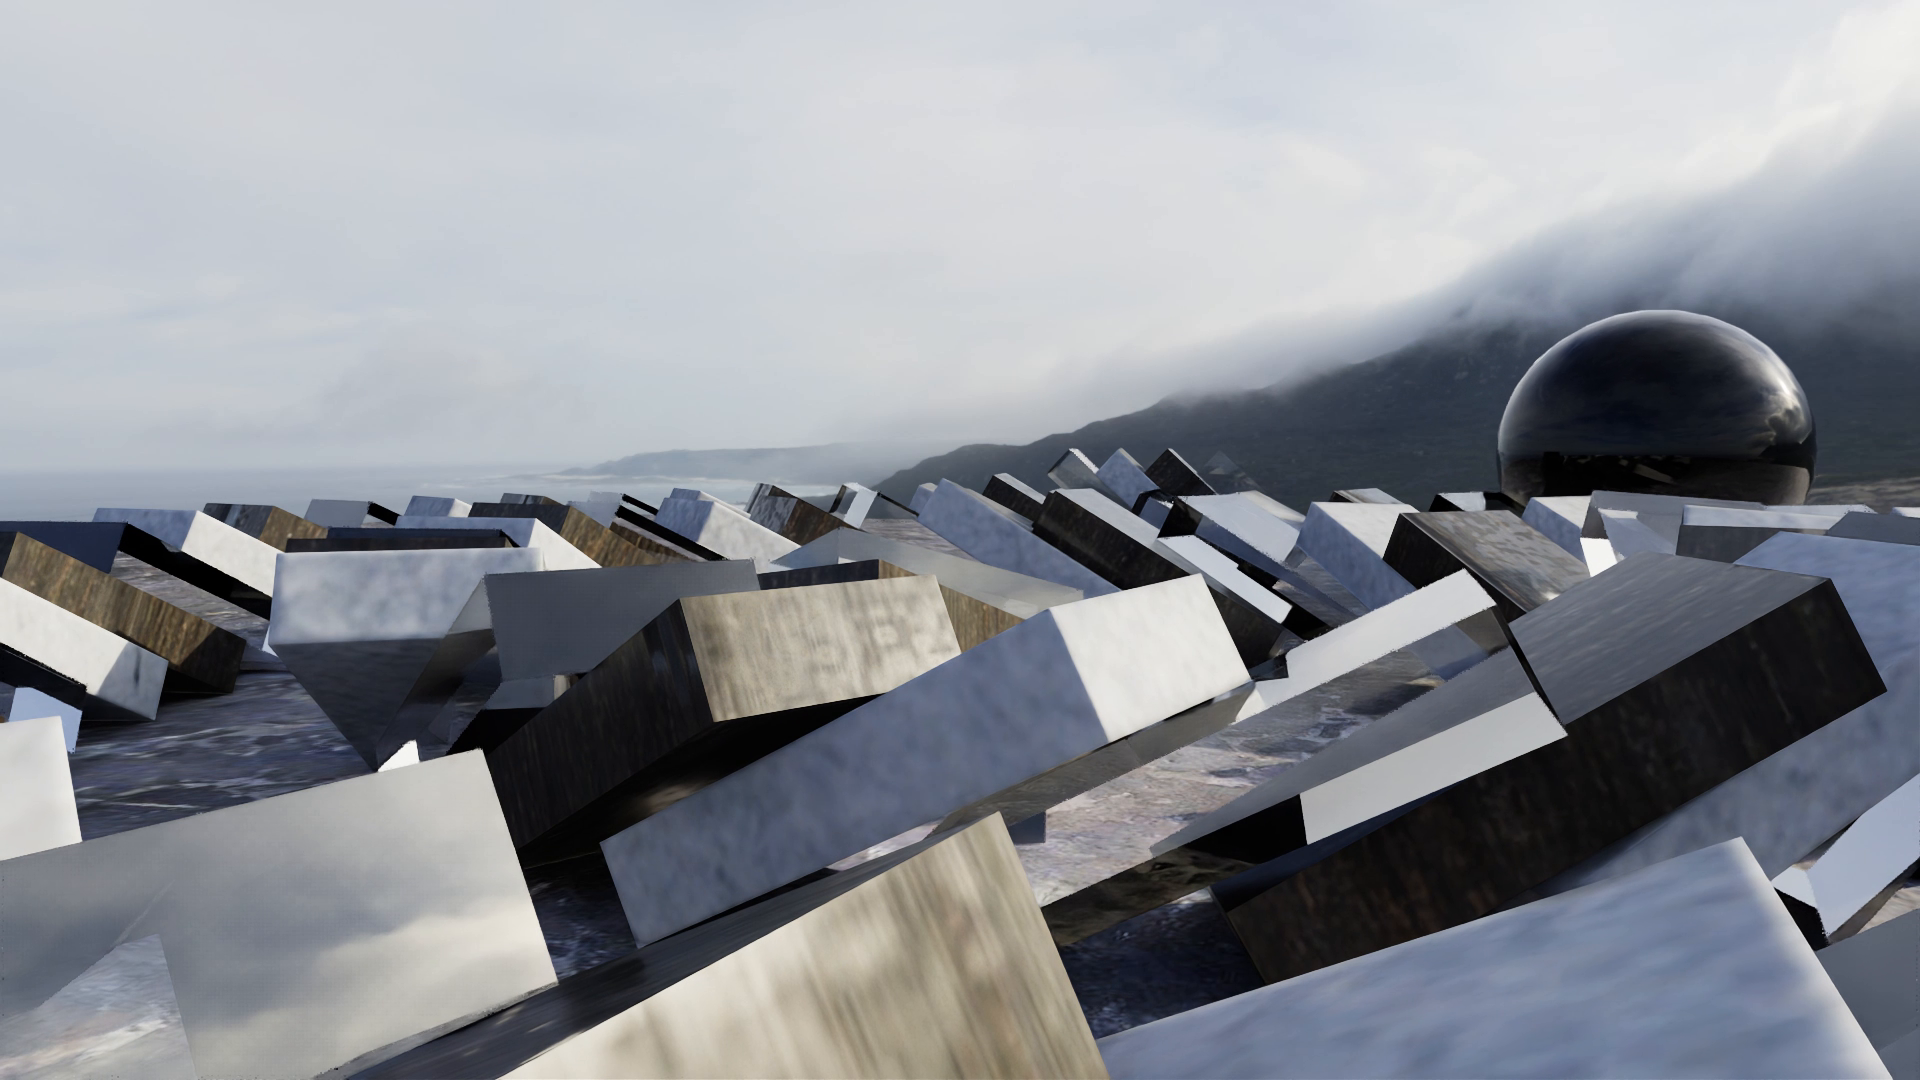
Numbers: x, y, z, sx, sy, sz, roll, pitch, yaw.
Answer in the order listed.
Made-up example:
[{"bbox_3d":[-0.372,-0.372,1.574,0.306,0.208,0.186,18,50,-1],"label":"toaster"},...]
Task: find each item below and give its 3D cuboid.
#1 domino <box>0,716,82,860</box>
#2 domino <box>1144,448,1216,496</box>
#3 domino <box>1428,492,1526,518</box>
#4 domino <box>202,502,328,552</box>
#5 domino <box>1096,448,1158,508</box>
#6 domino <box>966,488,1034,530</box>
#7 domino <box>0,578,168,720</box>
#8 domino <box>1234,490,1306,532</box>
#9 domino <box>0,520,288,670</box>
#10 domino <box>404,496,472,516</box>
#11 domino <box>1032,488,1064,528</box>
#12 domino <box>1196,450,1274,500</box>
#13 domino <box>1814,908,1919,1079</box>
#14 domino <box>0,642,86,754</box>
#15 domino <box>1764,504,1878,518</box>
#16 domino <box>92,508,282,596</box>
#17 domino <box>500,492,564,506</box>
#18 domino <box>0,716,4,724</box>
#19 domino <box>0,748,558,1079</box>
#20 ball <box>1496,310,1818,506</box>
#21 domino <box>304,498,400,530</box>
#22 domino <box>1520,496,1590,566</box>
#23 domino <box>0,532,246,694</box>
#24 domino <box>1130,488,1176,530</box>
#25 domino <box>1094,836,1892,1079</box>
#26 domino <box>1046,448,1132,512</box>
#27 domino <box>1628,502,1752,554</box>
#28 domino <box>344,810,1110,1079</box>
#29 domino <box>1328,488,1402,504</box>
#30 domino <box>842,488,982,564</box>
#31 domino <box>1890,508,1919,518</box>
[{"bbox_3d":[-0.064,0.023,0.063,0.025,0.009,0.050,-5,-20,-47],"label":"domino"},{"bbox_3d":[0.075,-0.006,0.367,0.050,0.009,0.025,44,11,6],"label":"domino"},{"bbox_3d":[0.131,0.006,0.285,0.025,0.009,0.050,-2,31,-34],"label":"domino"},{"bbox_3d":[-0.129,0.007,0.268,0.025,0.009,0.050,3,-21,33],"label":"domino"},{"bbox_3d":[0.061,-0.006,0.370,0.050,0.009,0.025,43,10,3],"label":"domino"},{"bbox_3d":[0.021,0.003,0.316,0.050,0.009,0.025,27,6,3],"label":"domino"},{"bbox_3d":[-0.137,0.014,0.176,0.025,0.010,0.050,0,-22,0],"label":"domino"},{"bbox_3d":[0.088,0.004,0.307,0.050,0.009,0.025,30,16,20],"label":"domino"},{"bbox_3d":[-0.138,0.011,0.221,0.025,0.009,0.050,1,-22,9],"label":"domino"},{"bbox_3d":[-0.105,0.004,0.308,0.025,0.009,0.050,5,-20,47],"label":"domino"},{"bbox_3d":[0.044,0.003,0.316,0.050,0.010,0.025,28,9,8],"label":"domino"},{"bbox_3d":[0.088,-0.005,0.362,0.050,0.009,0.025,44,11,6],"label":"domino"},{"bbox_3d":[0.025,0.024,0.036,0.050,0.009,0.025,-26,2,6],"label":"domino"},{"bbox_3d":[-0.132,0.016,0.153,0.025,0.009,0.050,-1,-22,-7],"label":"domino"},{"bbox_3d":[0.167,0.010,0.227,0.025,0.009,0.050,-1,31,-12],"label":"domino"},{"bbox_3d":[-0.135,0.009,0.245,0.025,0.010,0.050,2,-22,21],"label":"domino"},{"bbox_3d":[-0.090,0.003,0.324,0.050,0.009,0.025,30,-16,-38],"label":"domino"},{"bbox_3d":[-0.125,0.017,0.131,0.025,0.009,0.050,-1,-22,-12],"label":"domino"},{"bbox_3d":[-0.042,0.023,0.052,0.050,0.010,0.025,-28,-12,32],"label":"domino"},{"bbox_3d":[0.195,-0.025,0.364,0.080,0.080,0.080,0,4,0],"label":"ball"},{"bbox_3d":[-0.118,0.006,0.287,0.025,0.010,0.050,3,-21,37],"label":"domino"},{"bbox_3d":[0.144,0.007,0.267,0.025,0.009,0.050,-2,31,-30],"label":"domino"},{"bbox_3d":[-0.139,0.012,0.199,0.025,0.010,0.050,1,-22,7],"label":"domino"},{"bbox_3d":[0.066,0.004,0.313,0.050,0.010,0.025,29,13,15],"label":"domino"},{"bbox_3d":[0.000,0.024,0.035,0.050,0.010,0.025,-27,-6,22],"label":"domino"},{"bbox_3d":[0.048,-0.006,0.375,0.050,0.009,0.025,44,10,5],"label":"domino"},{"bbox_3d":[0.158,0.009,0.248,0.025,0.010,0.050,-1,30,-18],"label":"domino"},{"bbox_3d":[-0.023,0.024,0.042,0.050,0.010,0.025,-28,-10,29],"label":"domino"},{"bbox_3d":[0.111,0.004,0.299,0.050,0.009,0.025,37,26,33],"label":"domino"},{"bbox_3d":[-0.002,0.004,0.307,0.050,0.009,0.025,28,-3,-14],"label":"domino"},{"bbox_3d":[0.175,0.012,0.204,0.025,0.009,0.050,0,32,0],"label":"domino"}]
